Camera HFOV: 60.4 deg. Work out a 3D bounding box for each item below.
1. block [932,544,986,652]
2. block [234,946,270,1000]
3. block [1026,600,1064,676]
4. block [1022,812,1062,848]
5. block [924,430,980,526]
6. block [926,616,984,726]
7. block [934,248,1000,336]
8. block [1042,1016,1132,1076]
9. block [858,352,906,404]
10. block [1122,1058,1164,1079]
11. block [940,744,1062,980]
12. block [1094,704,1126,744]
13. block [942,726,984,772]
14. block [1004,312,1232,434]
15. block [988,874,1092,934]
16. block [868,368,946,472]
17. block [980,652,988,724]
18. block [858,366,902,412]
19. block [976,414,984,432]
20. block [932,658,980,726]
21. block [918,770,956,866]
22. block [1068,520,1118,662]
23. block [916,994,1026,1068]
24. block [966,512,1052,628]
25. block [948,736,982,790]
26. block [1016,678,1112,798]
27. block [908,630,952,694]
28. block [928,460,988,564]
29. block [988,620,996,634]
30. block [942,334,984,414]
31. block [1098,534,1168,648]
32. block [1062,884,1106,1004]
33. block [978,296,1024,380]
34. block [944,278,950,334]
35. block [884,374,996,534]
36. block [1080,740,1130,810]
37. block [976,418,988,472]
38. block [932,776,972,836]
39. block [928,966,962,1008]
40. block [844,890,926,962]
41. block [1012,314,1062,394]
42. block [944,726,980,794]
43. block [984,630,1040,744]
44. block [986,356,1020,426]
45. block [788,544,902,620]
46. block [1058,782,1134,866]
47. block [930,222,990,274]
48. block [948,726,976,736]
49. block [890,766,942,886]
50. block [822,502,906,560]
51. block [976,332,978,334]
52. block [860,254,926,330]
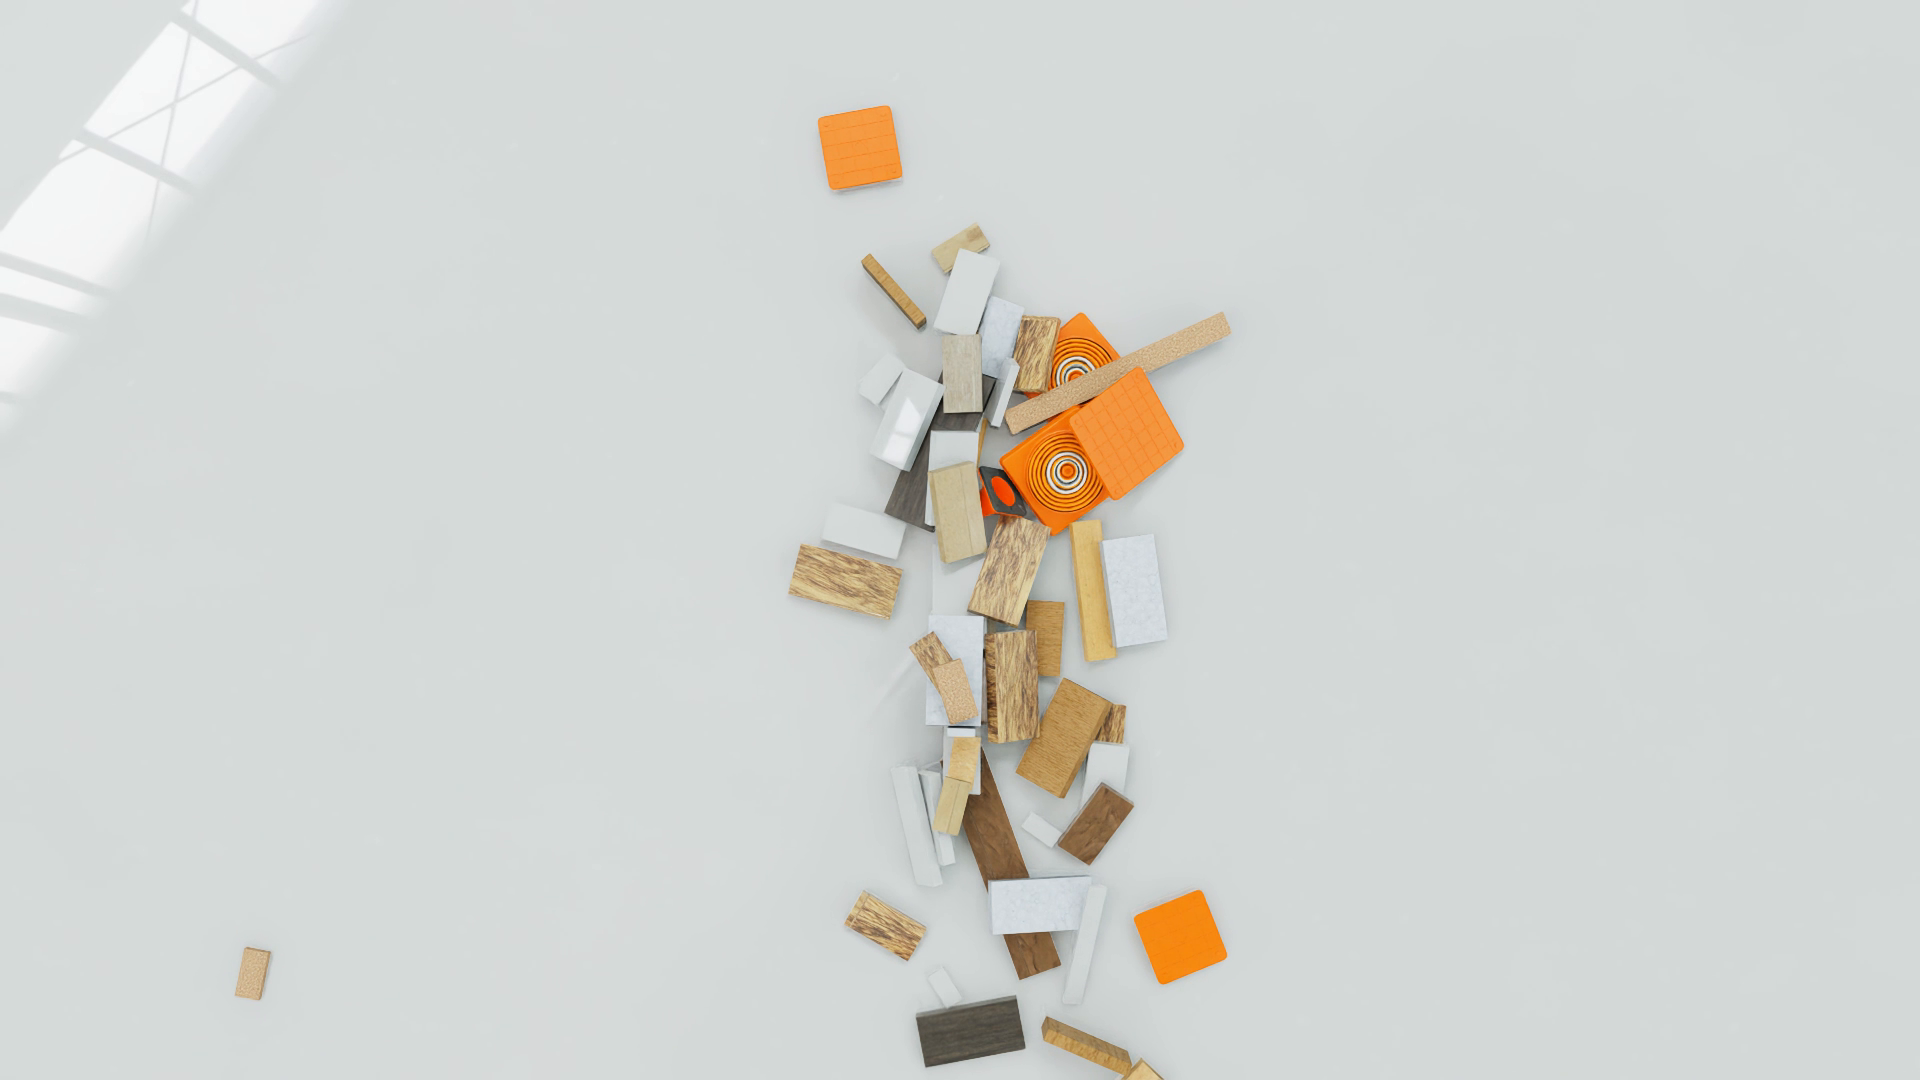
[{"bbox_3d":[-0.001,0.190,5.431,0.176,0.050,0.353,0,75,0],"label":"block"},{"bbox_3d":[-2.354,1.443,5.489,0.081,0.023,0.161,12,90,0],"label":"block"},{"bbox_3d":[0.277,0.326,5.483,0.123,0.035,0.246,4,90,0],"label":"block"},{"bbox_3d":[0.272,0.964,5.491,0.122,0.017,0.061,36,90,0],"label":"block"},{"bbox_3d":[-0.026,-0.202,5.366,0.152,0.043,0.304,-2,103,-27],"label":"block"},{"bbox_3d":[-0.017,0.423,5.325,0.176,0.050,0.353,1,81,0],"label":"block"},{"bbox_3d":[0.022,-0.807,5.431,0.138,0.039,0.276,18,87,2],"label":"block"},{"bbox_3d":[0.415,1.664,5.426,0.296,0.148,0.042,23,90,0],"label":"block"},{"bbox_3d":[-0.256,-0.534,5.449,0.081,0.023,0.161,36,90,0],"label":"block"},{"bbox_3d":[0.701,1.935,5.476,0.428,0.048,0.170,43,90,0],"label":"block"},{"bbox_3d":[0.135,1.070,5.479,0.148,0.042,0.771,-20,90,0],"label":"block"},{"bbox_3d":[0.490,0.648,5.485,0.105,0.030,0.210,6,90,0],"label":"block"},{"bbox_3d":[0.006,0.648,5.452,0.121,0.034,0.241,-5,75,0],"label":"block"},{"bbox_3d":[0.517,-0.550,5.429,0.796,0.023,0.081,-25,93,0],"label":"block"},{"bbox_3d":[0.265,1.200,5.434,0.339,0.048,0.170,-1,86,-12],"label":"block"},{"bbox_3d":[-0.173,-0.394,5.400,0.152,0.043,0.304,27,97,32],"label":"block"},{"bbox_3d":[-0.002,0.429,5.412,0.176,0.050,0.353,0,69,0],"label":"block"},{"bbox_3d":[-0.194,-0.469,5.480,0.138,0.039,0.276,-42,90,0],"label":"block"},{"bbox_3d":[0.037,-0.453,5.459,0.092,0.026,0.184,10,90,4],"label":"block"},{"bbox_3d":[-0.014,0.482,5.252,0.095,0.027,0.191,-18,95,-7],"label":"block"},{"bbox_3d":[-0.087,0.912,5.424,0.042,0.148,0.296,-10,90,-22],"label":"block"},{"bbox_3d":[0.441,0.166,5.468,0.105,0.030,0.461,-7,90,-20],"label":"block"},{"bbox_3d":[0.036,1.631,5.476,0.339,0.048,0.170,-10,91,-1],"label":"block"},{"bbox_3d":[0.162,0.097,5.405,0.174,0.049,0.347,19,76,4],"label":"block"},{"bbox_3d":[0.011,0.721,5.359,0.087,0.025,0.175,10,87,1],"label":"block"},{"bbox_3d":[0.342,0.652,5.436,0.176,0.050,0.353,27,90,28],"label":"block"},{"bbox_3d":[-0.072,0.398,5.290,0.095,0.027,0.191,-34,82,-5],"label":"block"},{"bbox_3d":[-0.007,-0.091,5.353,0.152,0.043,0.304,-16,109,-23],"label":"block"},{"bbox_3d":[0.106,0.350,5.452,0.027,0.095,0.191,-1,90,0],"label":"block"},{"bbox_3d":[0.008,-0.541,5.382,0.126,0.036,0.252,-2,89,6],"label":"block"},{"bbox_3d":[0.573,0.167,5.458,0.176,0.050,0.353,-8,90,-11],"label":"block"},{"bbox_3d":[0.410,1.335,5.440,0.061,0.017,0.423,8,103,-14],"label":"block"},{"bbox_3d":[0.122,-0.665,5.451,0.126,0.036,0.252,15,90,-32],"label":"block"},{"bbox_3d":[-0.005,-0.774,5.487,0.089,0.025,0.177,6,90,0],"label":"block"},{"bbox_3d":[-0.066,-0.306,5.427,0.174,0.049,0.541,23,91,6],"label":"block"},{"bbox_3d":[0.479,0.797,5.460,0.128,0.036,0.257,7,100,0],"label":"block"},{"bbox_3d":[0.030,-0.321,5.487,0.092,0.026,0.184,12,90,0],"label":"block"},{"bbox_3d":[-0.027,0.859,5.332,0.087,0.025,0.175,14,91,1],"label":"block"},{"bbox_3d":[-0.050,1.490,5.491,0.061,0.017,0.122,-33,90,0],"label":"block"},{"bbox_3d":[-0.248,1.282,5.483,0.246,0.035,0.123,30,90,0],"label":"block"},{"bbox_3d":[0.246,-0.613,5.435,0.126,0.036,0.252,7,79,23],"label":"block"},{"bbox_3d":[0.006,0.707,5.389,0.121,0.034,0.241,0,87,1],"label":"block"},{"bbox_3d":[0.172,0.477,5.392,0.176,0.050,0.353,-3,92,-38],"label":"block"},{"bbox_3d":[0.139,-0.488,5.416,0.030,0.105,0.210,14,108,-16],"label":"block"},{"bbox_3d":[-0.379,0.138,5.475,0.347,0.049,0.174,15,90,0],"label":"block"},{"bbox_3d":[0.448,0.938,5.449,0.128,0.036,0.257,33,102,-6],"label":"block"},{"bbox_3d":[0.002,-0.971,5.487,0.177,0.025,0.089,-32,90,0],"label":"block"},{"bbox_3d":[0.005,0.612,5.289,0.087,0.175,0.025,1,87,1],"label":"block"},{"bbox_3d":[-0.144,0.943,5.438,0.035,0.123,0.392,-13,90,-29],"label":"block"},{"bbox_3d":[-0.318,-0.032,5.482,0.257,0.036,0.128,16,90,0],"label":"block"},{"bbox_3d":[0.011,-0.702,5.462,0.089,0.025,0.177,-13,90,0],"label":"block"},{"bbox_3d":[-0.216,-0.817,5.431,0.039,0.138,0.276,-41,90,0],"label":"block"}]
